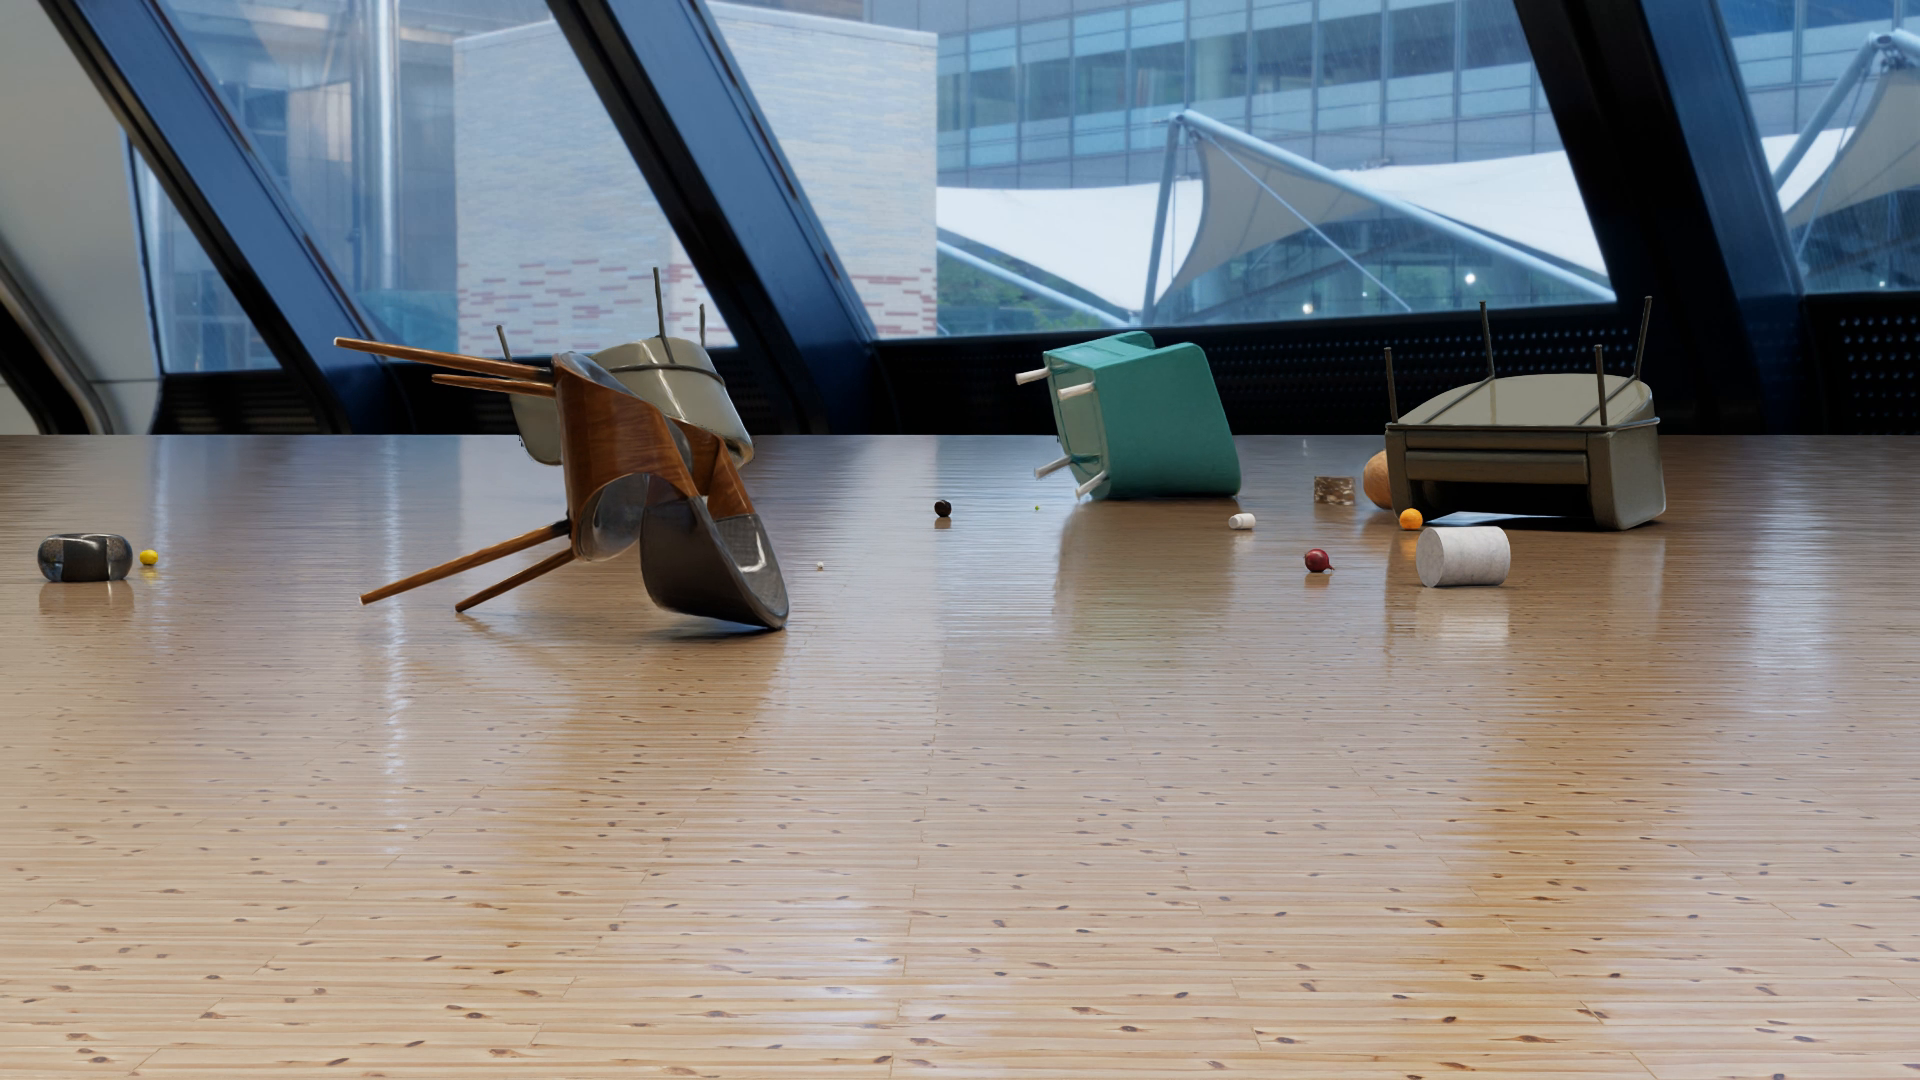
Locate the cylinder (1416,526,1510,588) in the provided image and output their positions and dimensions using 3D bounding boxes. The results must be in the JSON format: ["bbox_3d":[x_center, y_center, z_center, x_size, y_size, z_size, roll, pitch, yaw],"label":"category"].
[{"bbox_3d":[1.144,0.038,5.003,0.166,0.136,0.136,-1,-24,-15],"label":"cylinder"}]

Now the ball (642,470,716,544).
[{"bbox_3d":[-0.815,-0.095,6.366,0.213,0.213,0.213,0,4,0],"label":"ball"}]

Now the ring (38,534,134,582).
[{"bbox_3d":[-2.061,0.042,5.183,0.212,0.105,0.183,0,6,-14],"label":"ring"}]

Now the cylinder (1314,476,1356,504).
[{"bbox_3d":[1.475,-0.197,8.657,0.135,0.105,0.201,-2,4,-26],"label":"cylinder"}]

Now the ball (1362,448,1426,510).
[{"bbox_3d":[1.604,-0.223,8.134,0.228,0.228,0.228,0,4,0],"label":"ball"}]
